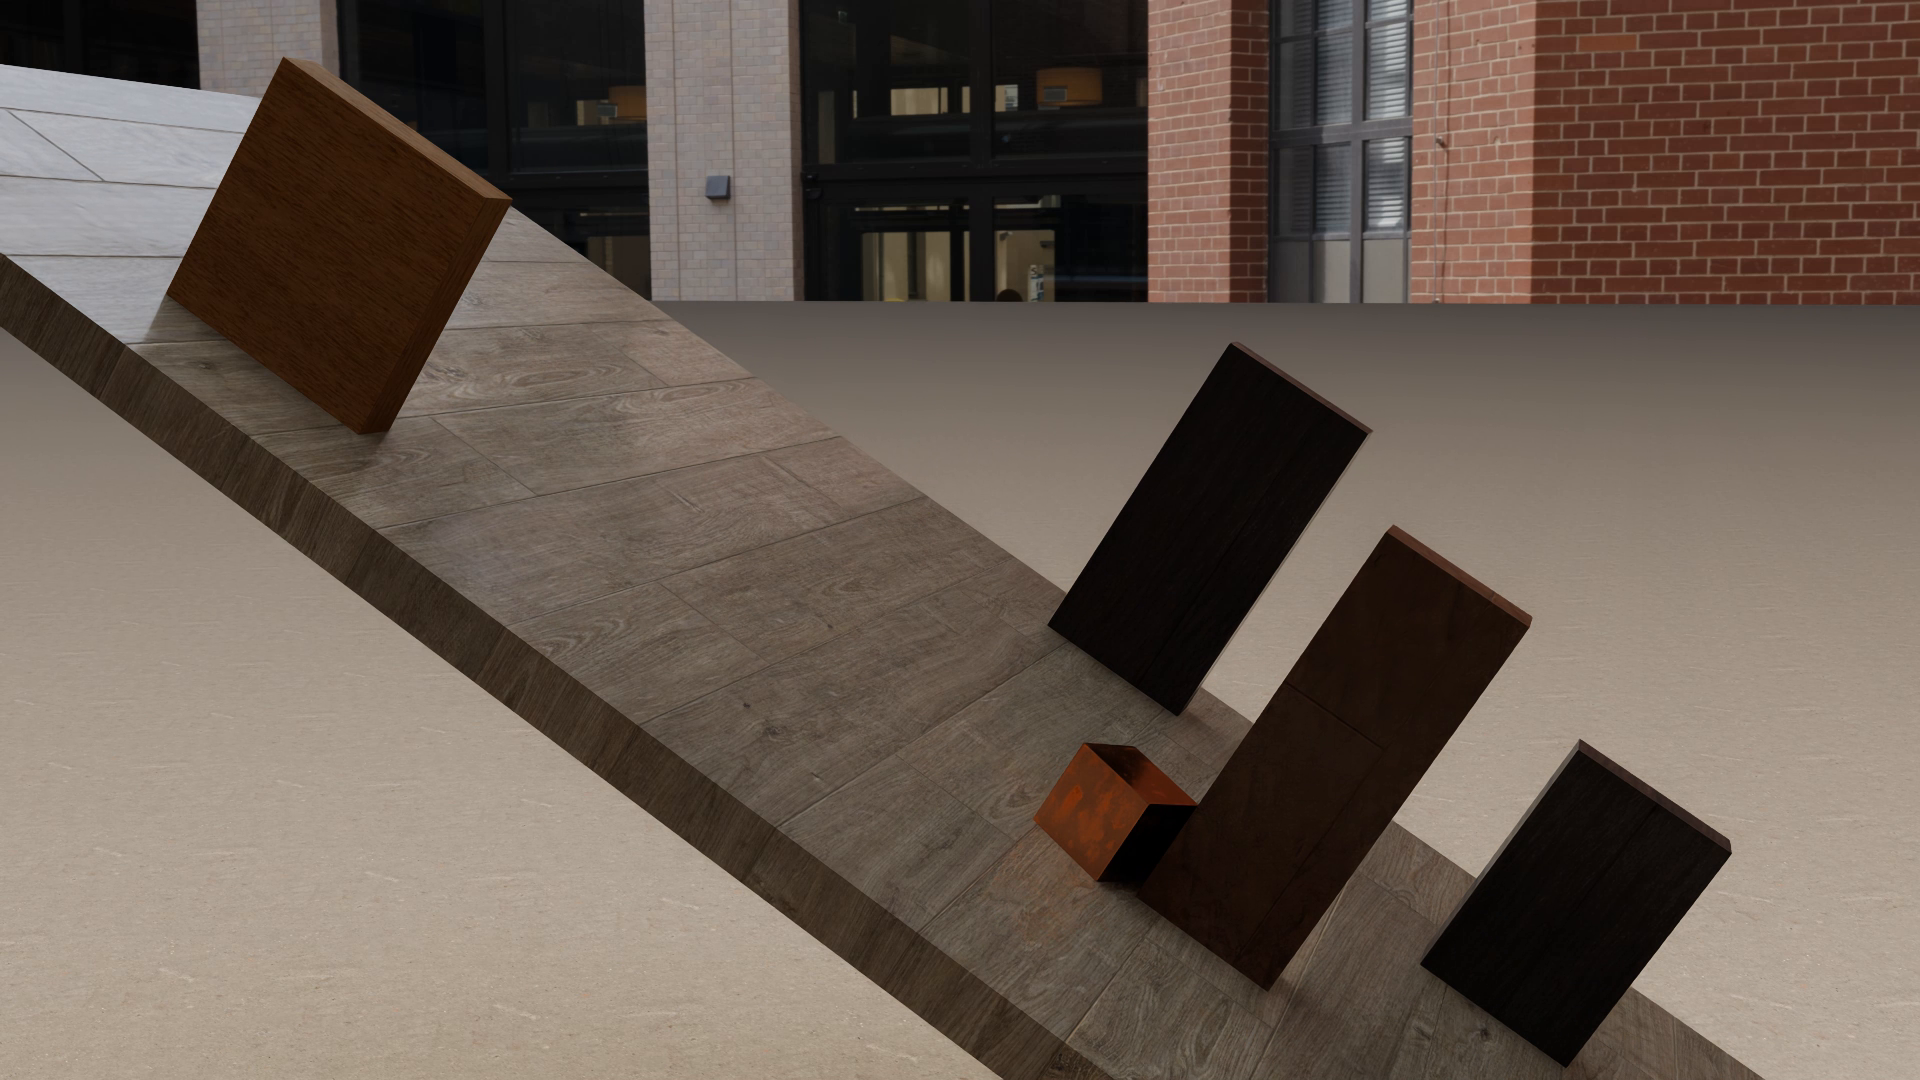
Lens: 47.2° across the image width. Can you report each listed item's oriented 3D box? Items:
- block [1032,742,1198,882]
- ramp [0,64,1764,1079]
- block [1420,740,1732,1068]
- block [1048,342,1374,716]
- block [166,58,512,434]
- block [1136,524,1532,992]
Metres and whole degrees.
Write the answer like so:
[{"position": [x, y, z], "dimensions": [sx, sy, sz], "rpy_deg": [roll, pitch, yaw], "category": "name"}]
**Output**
[{"position": [0.261, 0.456, 3.681], "dimensions": [0.162, 0.162, 0.162], "rpy_deg": [42, 18, 33], "category": "block"}, {"position": [-0.139, 0.232, 4.105], "dimensions": [4.000, 0.100, 2.000], "rpy_deg": [35, 15, 10], "category": "ramp"}, {"position": [1.135, 0.672, 4.070], "dimensions": [0.321, 0.507, 0.102], "rpy_deg": [35, 15, 10], "category": "block"}, {"position": [0.522, -0.022, 4.639], "dimensions": [0.339, 0.720, 0.096], "rpy_deg": [35, 15, 10], "category": "block"}, {"position": [-1.008, -0.474, 3.556], "dimensions": [0.418, 0.444, 0.091], "rpy_deg": [35, 15, 10], "category": "block"}, {"position": [0.600, 0.356, 3.564], "dimensions": [0.263, 0.735, 0.109], "rpy_deg": [35, 15, 10], "category": "block"}]
